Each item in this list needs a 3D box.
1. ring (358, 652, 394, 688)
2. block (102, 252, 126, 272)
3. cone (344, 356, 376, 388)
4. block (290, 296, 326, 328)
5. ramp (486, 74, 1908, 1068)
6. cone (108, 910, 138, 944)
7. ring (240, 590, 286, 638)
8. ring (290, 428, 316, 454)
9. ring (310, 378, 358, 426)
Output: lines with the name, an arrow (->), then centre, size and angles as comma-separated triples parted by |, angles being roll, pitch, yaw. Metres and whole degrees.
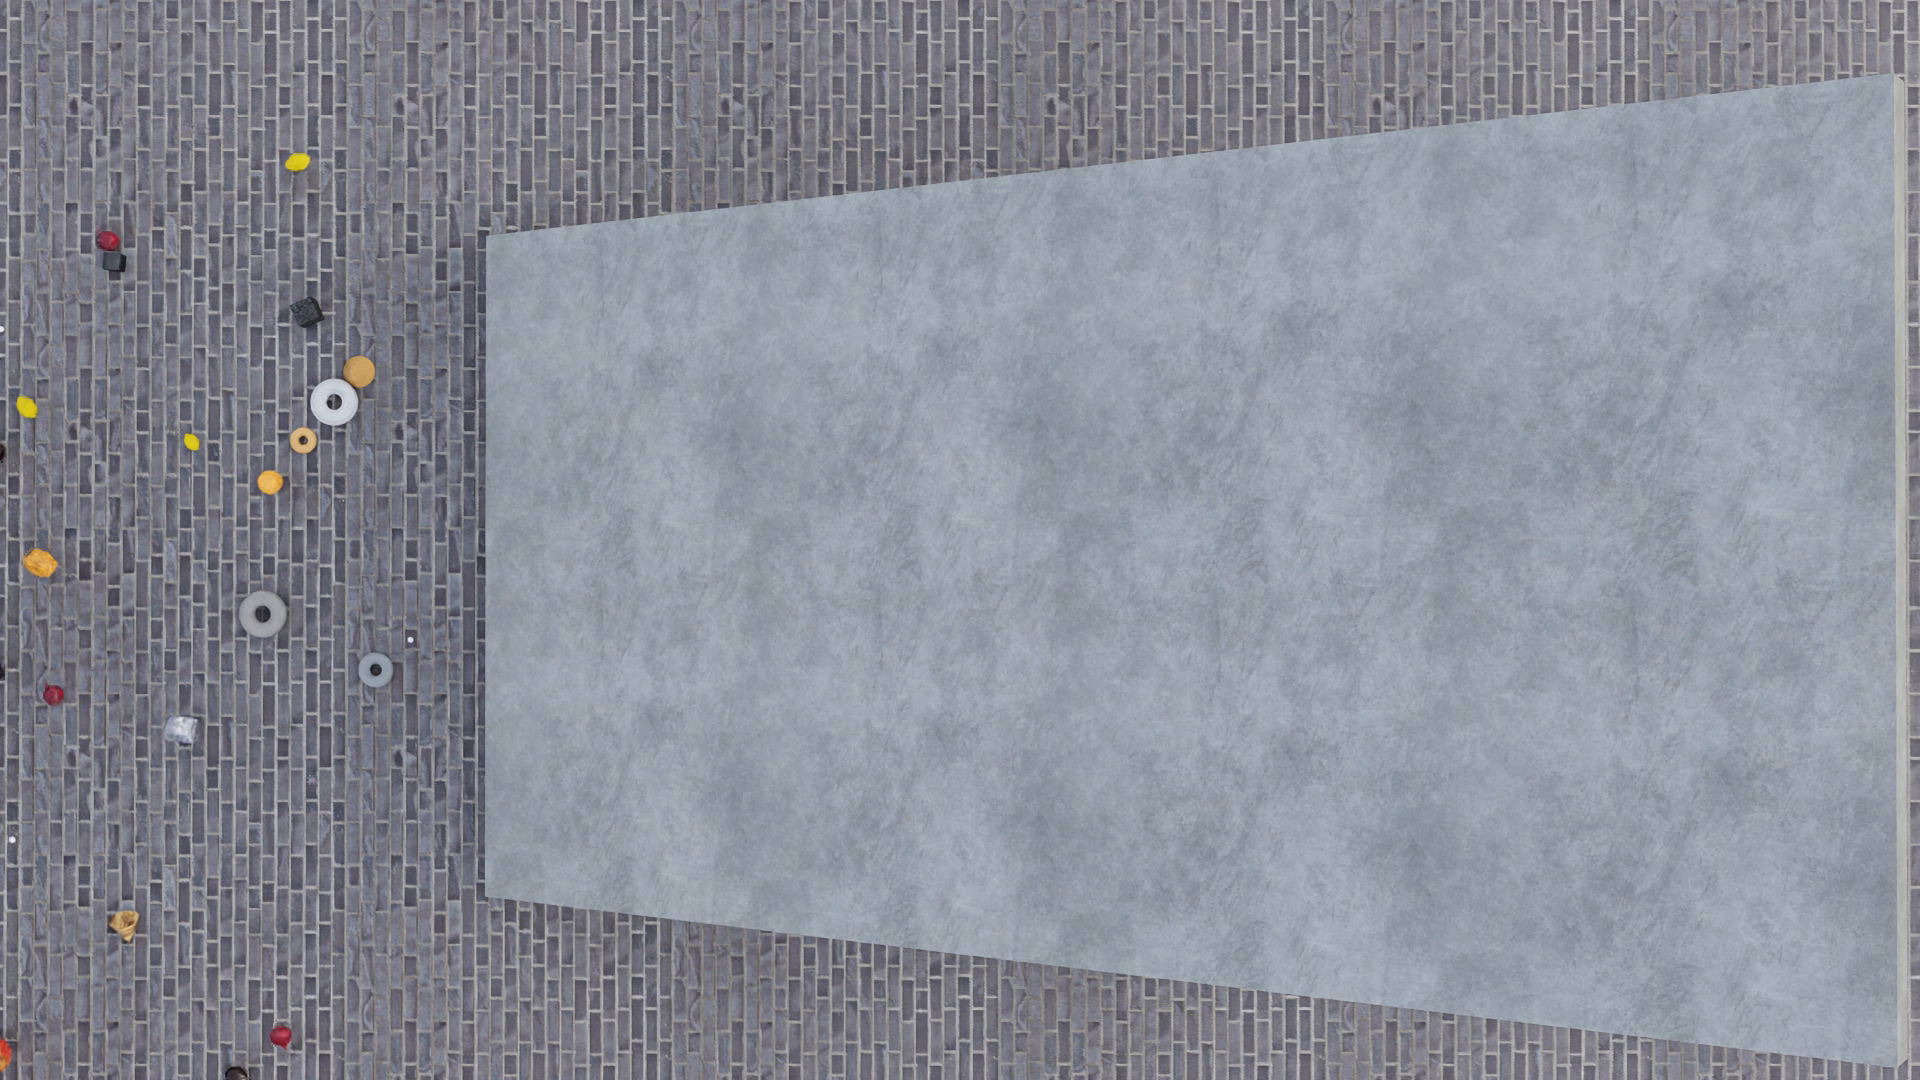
ring -> -1.785, 0.396, 6.719 | 0.109, 0.036, 0.109 | 0, 90, 1
block -> -2.585, -0.849, 6.722 | 0.051, 0.051, 0.051 | 6, 90, 0
cone -> -1.843, -0.517, 6.695 | 0.098, 0.098, 0.098 | 0, 90, 0
block -> -1.992, -0.695, 6.712 | 0.068, 0.068, 0.068 | -24, 90, 0
ramp -> 0.251, 0.069, 5.581 | 4.000, 0.100, 2.000 | 0, 89, 34
cone -> -2.544, 1.195, 6.710 | 0.090, 0.090, 0.090 | -1, 116, 0
ring -> -2.128, 0.226, 6.714 | 0.146, 0.049, 0.146 | 0, 91, 1
ring -> -2.009, -0.305, 6.729 | 0.081, 0.027, 0.081 | 0, 91, -1
ring -> -1.912, -0.421, 6.720 | 0.145, 0.048, 0.145 | 0, 88, -1
